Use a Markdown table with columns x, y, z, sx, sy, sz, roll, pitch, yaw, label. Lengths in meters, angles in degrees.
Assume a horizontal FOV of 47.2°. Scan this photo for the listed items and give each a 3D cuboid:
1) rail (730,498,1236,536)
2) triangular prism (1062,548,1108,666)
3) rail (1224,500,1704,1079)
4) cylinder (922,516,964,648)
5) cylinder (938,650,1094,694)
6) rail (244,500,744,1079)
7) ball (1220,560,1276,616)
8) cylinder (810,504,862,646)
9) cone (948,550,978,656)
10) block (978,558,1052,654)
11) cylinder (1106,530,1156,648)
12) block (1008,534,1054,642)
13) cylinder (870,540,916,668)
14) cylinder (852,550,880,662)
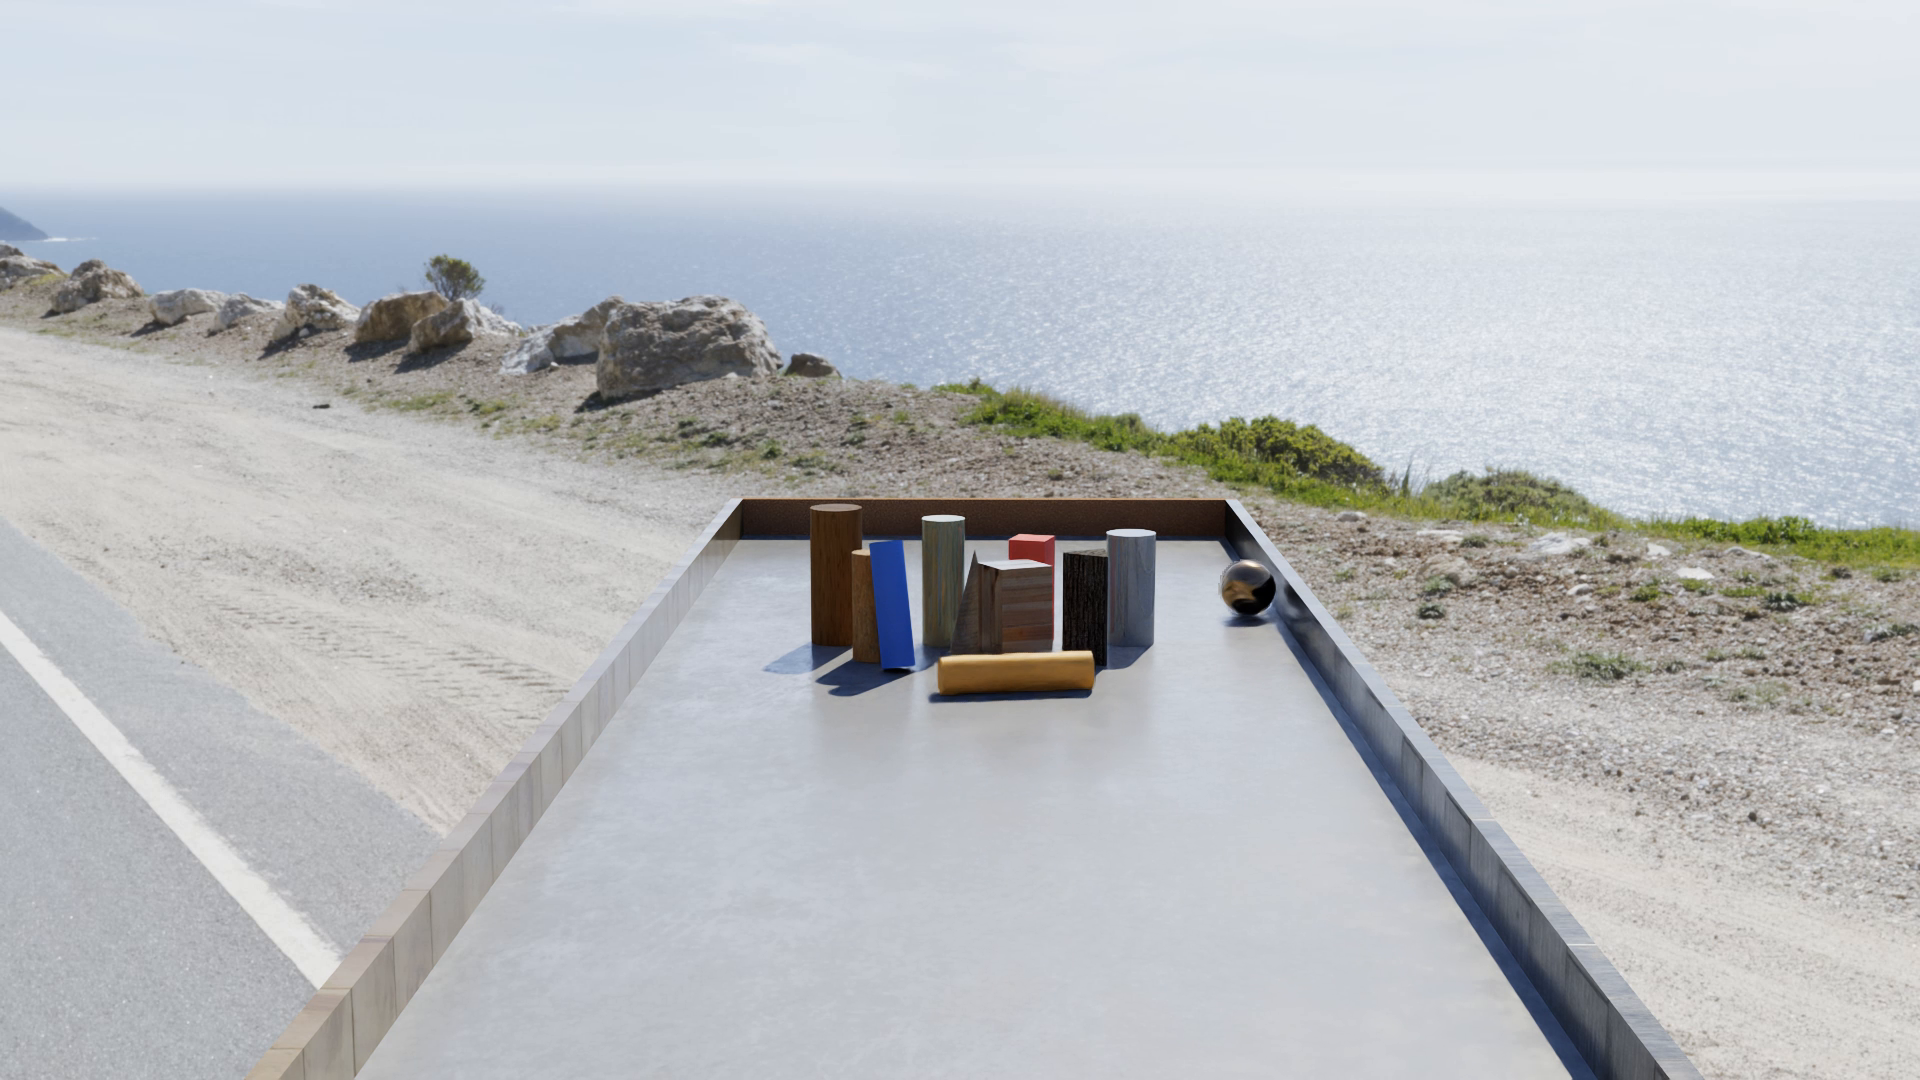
| x | y | z | sx | sy | sz | roll | pitch | yaw | label |
| --- | --- | --- | --- | --- | --- | --- | --- | --- | --- |
| 0.099 | -0.098 | 9.147 | 2.100 | 0.150 | 0.050 | 0 | 9 | 1 | rail |
| 0.406 | 0.200 | 6.680 | 0.149 | 0.334 | 0.129 | 5 | 10 | 29 | triangular prism |
| 1.046 | 0.843 | 3.208 | 0.050 | 0.150 | 12.000 | 0 | 9 | 1 | rail |
| -0.052 | 0.129 | 6.925 | 0.136 | 0.399 | 0.136 | 0 | 9 | 0 | cylinder |
| 0.159 | 0.378 | 6.279 | 0.436 | 0.109 | 0.109 | -2 | 9 | -10 | cylinder |
| -1.004 | 0.839 | 3.234 | 0.050 | 0.150 | 12.000 | 0 | 9 | 1 | rail |
| 0.969 | 0.162 | 7.399 | 0.184 | 0.184 | 0.184 | 0 | 9 | 0 | ball |
| -0.390 | 0.110 | 6.948 | 0.164 | 0.429 | 0.164 | 0 | 9 | 0 | cylinder |
| 0.045 | 0.194 | 6.699 | 0.165 | 0.339 | 0.165 | 0 | 9 | 0 | cone |
| 0.165 | 0.228 | 6.557 | 0.165 | 0.314 | 0.165 | -4 | 8 | -24 | block |
| 0.538 | 0.150 | 6.939 | 0.155 | 0.351 | 0.155 | 0 | 9 | 0 | cylinder |
| 0.226 | 0.159 | 6.931 | 0.117 | 0.336 | 0.117 | 3 | 9 | 17 | block |
| -0.202 | 0.192 | 6.557 | 0.101 | 0.375 | 0.101 | -6 | -2 | 0 | cylinder |
| -0.261 | 0.199 | 6.695 | 0.136 | 0.328 | 0.136 | 0 | 8 | 0 | cylinder |
